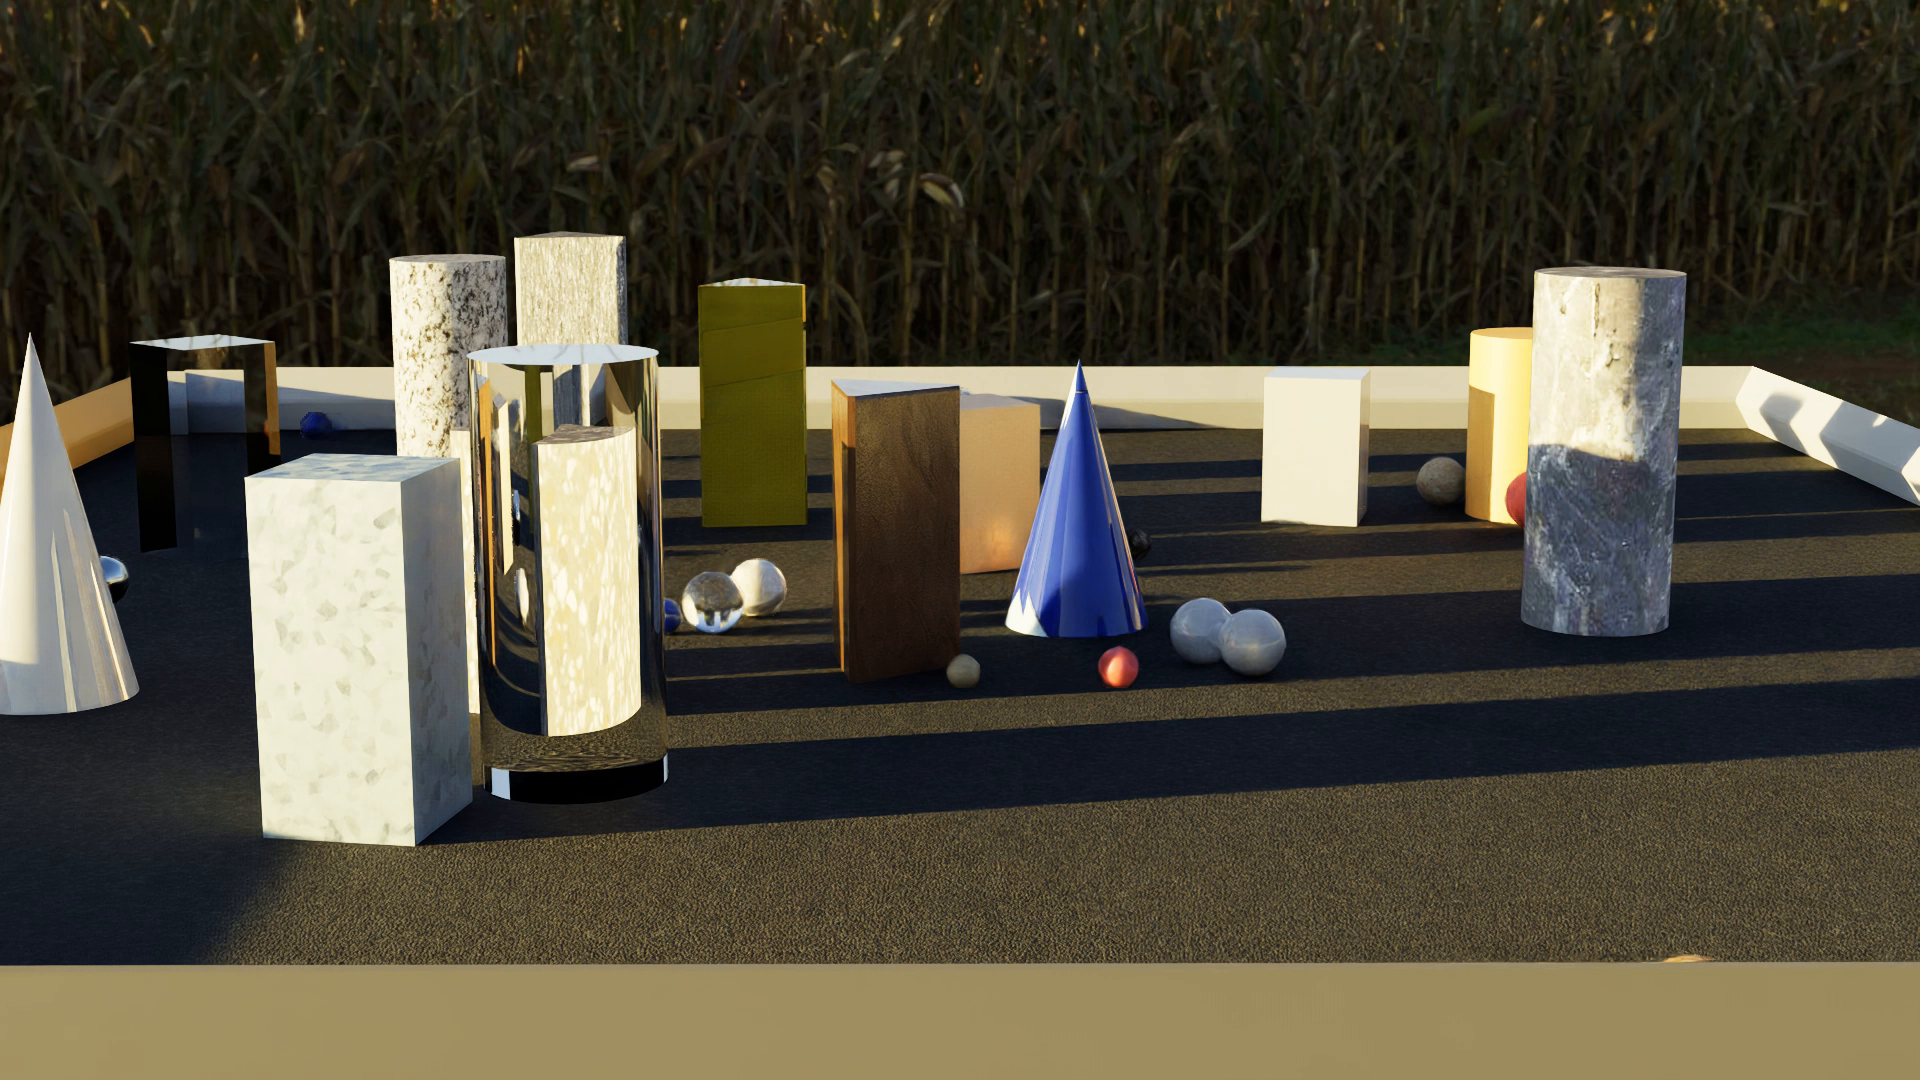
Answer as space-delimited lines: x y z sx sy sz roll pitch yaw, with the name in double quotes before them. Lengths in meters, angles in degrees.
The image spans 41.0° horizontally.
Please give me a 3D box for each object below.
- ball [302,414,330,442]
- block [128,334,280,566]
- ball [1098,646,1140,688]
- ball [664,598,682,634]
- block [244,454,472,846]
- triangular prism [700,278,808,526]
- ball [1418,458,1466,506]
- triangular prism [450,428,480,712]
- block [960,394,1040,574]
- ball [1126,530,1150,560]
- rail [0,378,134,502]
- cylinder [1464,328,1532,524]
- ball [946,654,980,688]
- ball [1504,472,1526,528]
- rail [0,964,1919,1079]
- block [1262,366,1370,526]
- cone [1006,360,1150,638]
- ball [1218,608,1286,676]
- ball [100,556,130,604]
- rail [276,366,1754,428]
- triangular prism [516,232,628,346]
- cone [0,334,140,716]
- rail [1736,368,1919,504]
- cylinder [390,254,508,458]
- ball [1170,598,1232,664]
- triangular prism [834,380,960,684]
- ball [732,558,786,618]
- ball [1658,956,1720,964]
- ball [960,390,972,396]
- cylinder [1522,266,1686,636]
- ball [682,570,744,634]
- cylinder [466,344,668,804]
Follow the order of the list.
"ball" -1.252 -0.219 4.994 0.053 0.053 0.053 0 11 0
"block" -1.125 -0.138 3.836 0.152 0.317 0.152 9 14 41
"ball" 0.187 0.150 3.023 0.049 0.049 0.049 0 11 0
"ball" -0.382 0.098 3.303 0.048 0.048 0.048 0 11 0
"block" -0.575 0.101 2.470 0.152 0.347 0.152 2 11 10
"triangular prism" -0.336 -0.224 4.120 0.164 0.382 0.142 -2 11 -8
"ball" 0.799 -0.096 4.252 0.082 0.082 0.082 0 11 0
"triangular prism" -0.472 0.027 2.938 0.164 0.322 0.142 3 11 14
"block" 0.013 -0.084 3.765 0.152 0.238 0.152 -6 12 -28
"ball" 0.258 0.007 3.794 0.047 0.047 0.047 0 11 0
"rail" -1.579 0.033 3.440 0.045 0.123 3.465 0 11 0
"cylinder" 0.921 -0.188 4.165 0.190 0.295 0.190 0 11 0
"ball" 0.004 0.155 3.022 0.040 0.040 0.040 0 11 0
"ball" 0.907 -0.063 4.042 0.094 0.094 0.094 0 11 0
"rail" 0.010 0.345 1.769 3.206 0.123 0.045 0 11 0
"block" 0.576 -0.153 4.147 0.152 0.234 0.152 3 11 15
"cone" 0.154 -0.063 3.344 0.190 0.350 0.190 0 11 0
"ball" 0.351 0.123 3.082 0.080 0.080 0.080 0 11 0
"ball" -1.161 0.056 3.481 0.067 0.067 0.067 0 11 0
"rail" -0.010 -0.281 5.129 3.206 0.123 0.045 0 11 0
"triangular prism" -0.609 -0.245 4.010 0.164 0.464 0.142 -3 11 -14
"cone" -1.057 -0.028 2.954 0.190 0.424 0.190 0 11 0
"rail" 1.579 0.030 3.458 0.045 0.123 3.465 0 11 0
"cylinder" -0.854 -0.271 4.316 0.190 0.404 0.190 0 11 0
"ball" 0.297 0.112 3.141 0.081 0.081 0.081 0 11 0
"triangular prism" -0.109 -0.018 3.121 0.164 0.344 0.142 -9 14 -39
"ball" -0.269 0.064 3.409 0.077 0.077 0.077 0 11 0
"ball" 0.526 0.347 1.842 0.095 0.095 0.095 0 11 0
"ball" -0.001 -0.252 5.068 0.091 0.091 0.091 0 11 0
"cylinder" 0.838 -0.119 3.347 0.190 0.459 0.190 0 11 0
"ball" -0.319 0.080 3.309 0.081 0.081 0.081 0 11 0
"cylinder" -0.396 0.030 2.603 0.190 0.439 0.190 0 11 0
